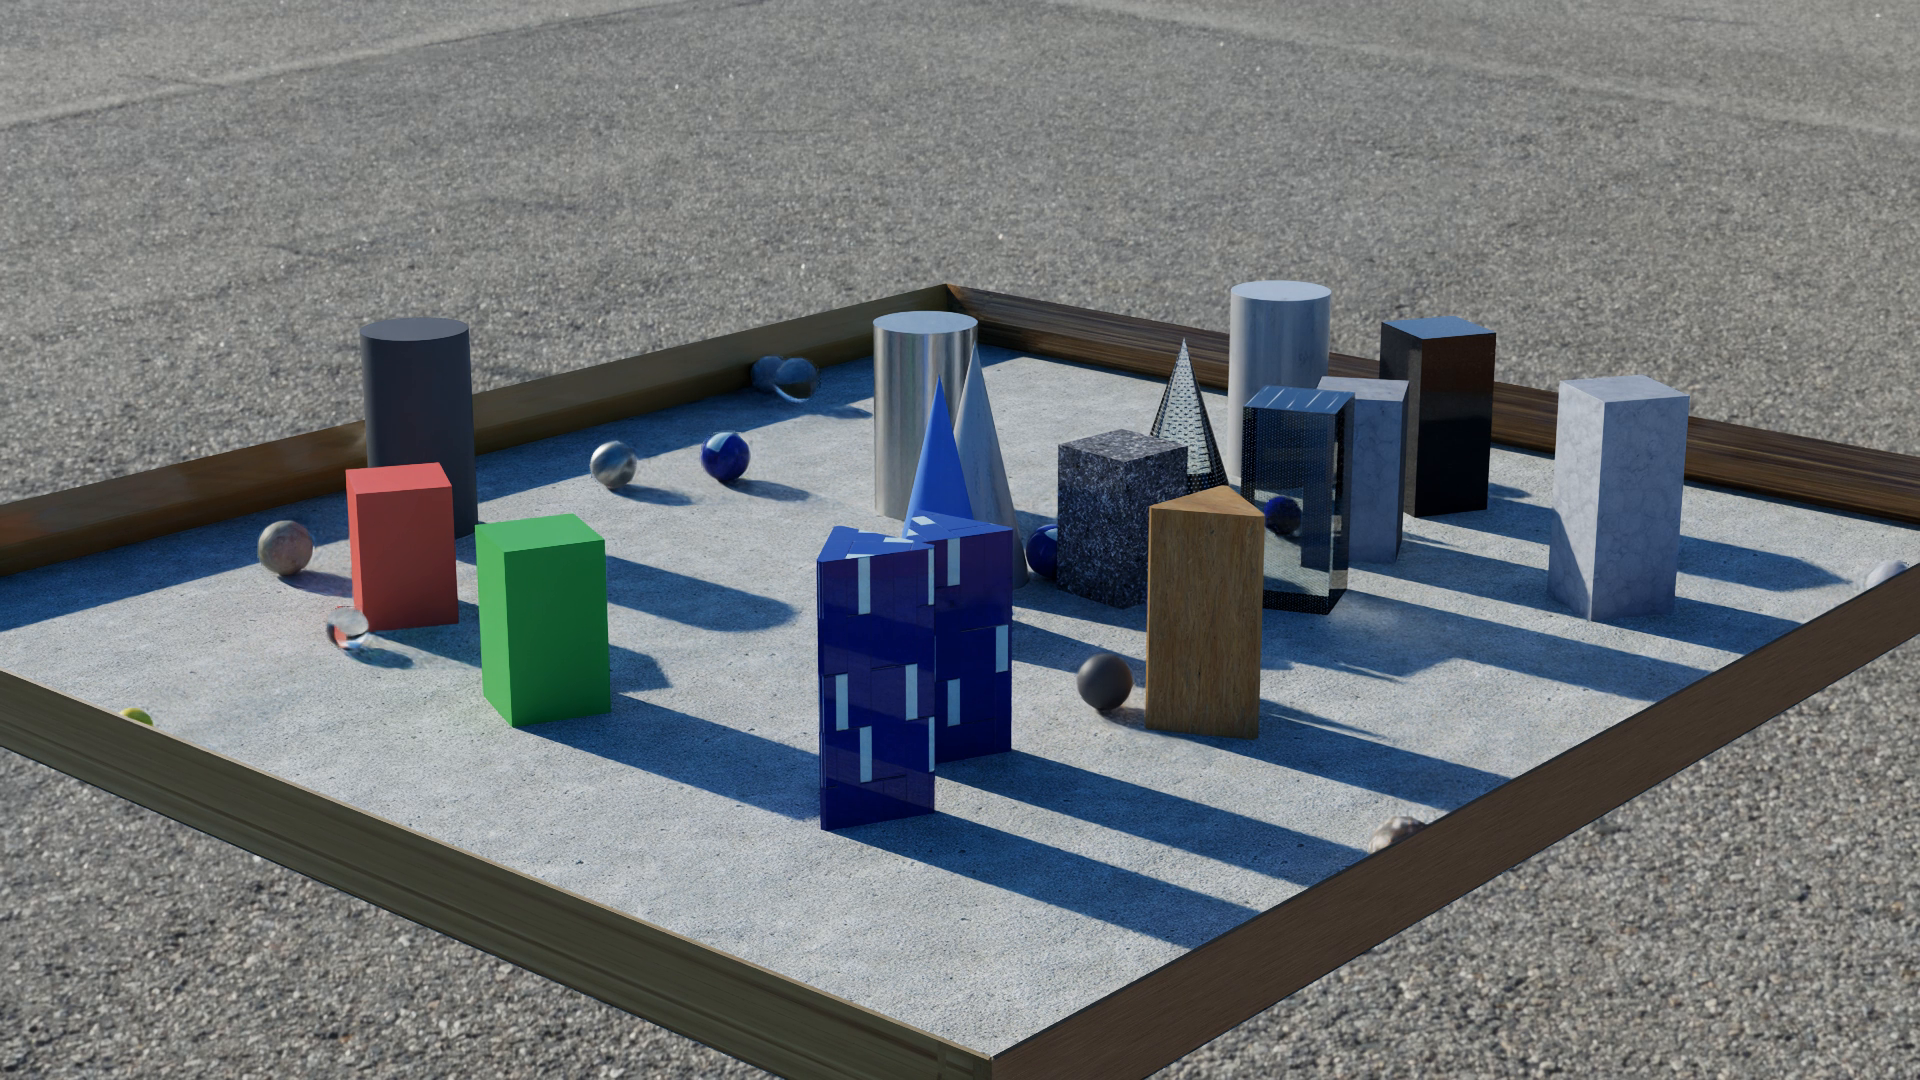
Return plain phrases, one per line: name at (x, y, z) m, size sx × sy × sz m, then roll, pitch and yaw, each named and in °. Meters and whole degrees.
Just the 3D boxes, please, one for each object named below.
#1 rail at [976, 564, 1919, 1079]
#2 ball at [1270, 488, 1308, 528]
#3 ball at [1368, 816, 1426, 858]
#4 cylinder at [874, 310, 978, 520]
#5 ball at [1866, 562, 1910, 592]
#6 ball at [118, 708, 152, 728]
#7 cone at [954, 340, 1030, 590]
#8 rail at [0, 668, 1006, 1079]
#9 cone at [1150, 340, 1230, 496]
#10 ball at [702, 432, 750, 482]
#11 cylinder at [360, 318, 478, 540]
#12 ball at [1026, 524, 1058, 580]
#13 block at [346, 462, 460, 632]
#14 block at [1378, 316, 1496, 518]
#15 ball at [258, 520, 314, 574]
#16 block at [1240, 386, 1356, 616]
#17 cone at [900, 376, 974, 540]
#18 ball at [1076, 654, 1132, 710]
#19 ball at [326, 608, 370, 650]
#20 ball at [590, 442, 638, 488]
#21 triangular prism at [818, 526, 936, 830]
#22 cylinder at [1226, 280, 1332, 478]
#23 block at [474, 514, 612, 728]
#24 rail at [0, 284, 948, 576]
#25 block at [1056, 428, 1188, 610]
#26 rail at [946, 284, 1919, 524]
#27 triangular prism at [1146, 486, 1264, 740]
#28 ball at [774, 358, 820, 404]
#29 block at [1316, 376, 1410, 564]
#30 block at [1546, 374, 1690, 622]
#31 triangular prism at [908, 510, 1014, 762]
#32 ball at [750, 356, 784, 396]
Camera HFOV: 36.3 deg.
rail at (1.010, 0.285, 4.280) m, size 0.045 × 0.129 × 3.031 m, roll 14°, pitch 22°, yaw 39°
ball at (0.620, -0.061, 5.529) m, size 0.074 × 0.074 × 0.074 m, roll 0°, pitch 17°, yaw 0°
ball at (0.591, 0.415, 3.920) m, size 0.091 × 0.091 × 0.091 m, roll 0°, pitch 17°, yaw 0°
cylinder at (-0.066, -0.238, 5.611) m, size 0.199 × 0.366 × 0.199 m, roll 0°, pitch 17°, yaw 0°
ball at (1.599, 0.082, 5.028) m, size 0.088 × 0.088 × 0.088 m, roll 0°, pitch 17°, yaw 0°
ball at (-1.245, 0.283, 4.408) m, size 0.061 × 0.061 × 0.061 m, roll 0°, pitch 17°, yaw 0°
cone at (0.026, -0.141, 5.167) m, size 0.199 × 0.435 × 0.199 m, roll 0°, pitch 17°, yaw 0°
rail at (-0.978, 0.357, 4.041) m, size 2.722 × 0.129 × 0.045 m, roll 14°, pitch 22°, yaw 39°
cone at (0.436, -0.248, 5.748) m, size 0.199 × 0.306 × 0.199 m, roll 0°, pitch 17°, yaw 0°
ball at (-0.466, -0.166, 5.836) m, size 0.098 × 0.098 × 0.098 m, roll 0°, pitch 17°, yaw 0°
cylinder at (-1.008, -0.206, 5.472) m, size 0.199 × 0.385 × 0.199 m, roll 0°, pitch 17°, yaw 0°
ball at (0.166, 0.021, 5.213) m, size 0.099 × 0.099 × 0.099 m, roll 0°, pitch 17°, yaw 0°
block at (-0.951, 0.011, 4.999) m, size 0.159 × 0.242 × 0.159 m, roll -5°, pitch 18°, yaw -17°
block at (0.913, -0.239, 5.644) m, size 0.159 × 0.349 × 0.159 m, roll -6°, pitch 18°, yaw -20°
ball at (-1.206, 0.013, 5.242) m, size 0.097 × 0.097 × 0.097 m, roll 0°, pitch 17°, yaw 0°
block at (0.582, -0.070, 5.072) m, size 0.159 × 0.356 × 0.159 m, roll 6°, pitch 18°, yaw 18°
cone at (-0.034, -0.068, 4.927) m, size 0.199 × 0.434 × 0.199 m, roll 0°, pitch 17°, yaw 0°
ball at (0.225, 0.222, 4.568) m, size 0.087 × 0.087 × 0.087 m, roll 0°, pitch 17°, yaw 0°
ball at (-1.012, 0.146, 4.848) m, size 0.070 × 0.070 × 0.070 m, roll 0°, pitch 17°, yaw 0°
ball at (-0.683, -0.149, 5.791) m, size 0.092 × 0.092 × 0.092 m, roll 0°, pitch 17°, yaw 0°
triangular prism at (-0.144, 0.188, 4.147) m, size 0.172 × 0.394 × 0.149 m, roll -7°, pitch 18°, yaw -23°
cylinder at (0.638, -0.319, 5.876) m, size 0.199 × 0.368 × 0.199 m, roll 0°, pitch 17°, yaw 0°
block at (-0.648, 0.123, 4.559) m, size 0.159 × 0.281 × 0.159 m, roll -8°, pitch 18°, yaw -24°
rail at (-1.010, -0.221, 5.959) m, size 0.045 × 0.129 × 3.031 m, roll 14°, pitch 22°, yaw 39°
block at (0.283, -0.039, 5.125) m, size 0.159 × 0.264 × 0.159 m, roll -15°, pitch 23°, yaw -41°
rail at (0.978, -0.293, 6.198) m, size 2.722 × 0.129 × 0.045 m, roll 14°, pitch 22°, yaw 39°
triangular prism at (0.387, 0.106, 4.491) m, size 0.172 × 0.353 × 0.149 m, roll 5°, pitch 17°, yaw 15°
ball at (-0.360, -0.350, 6.445) m, size 0.099 × 0.099 × 0.099 m, roll 0°, pitch 17°, yaw 0°
block at (0.728, -0.129, 5.357) m, size 0.159 × 0.303 × 0.159 m, roll 4°, pitch 17°, yaw 12°
block at (1.128, -0.074, 5.035) m, size 0.159 × 0.384 × 0.159 m, roll -5°, pitch 17°, yaw -16°
triangular prism at (-0.031, 0.141, 4.386) m, size 0.172 × 0.347 × 0.149 m, roll -8°, pitch 18°, yaw -25°
ball at (-0.422, -0.365, 6.515) m, size 0.088 × 0.088 × 0.088 m, roll 0°, pitch 17°, yaw 0°
